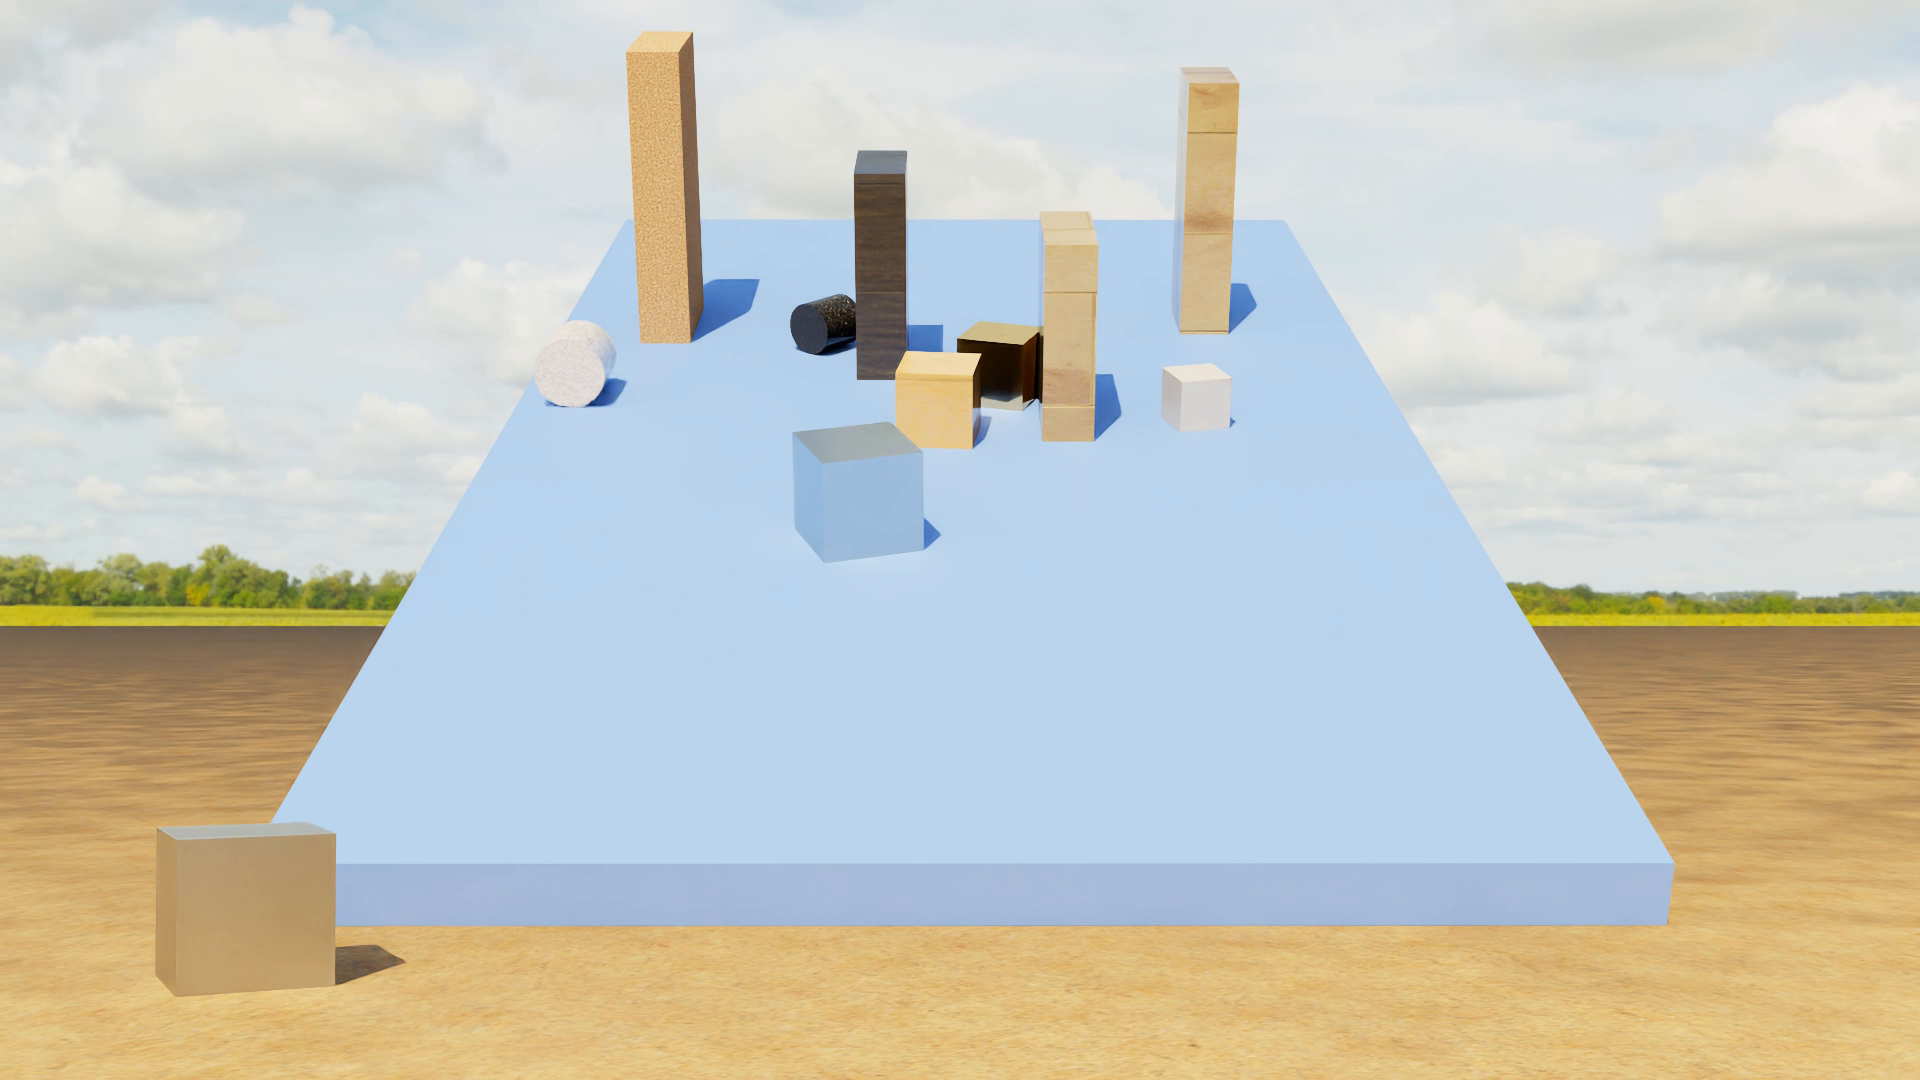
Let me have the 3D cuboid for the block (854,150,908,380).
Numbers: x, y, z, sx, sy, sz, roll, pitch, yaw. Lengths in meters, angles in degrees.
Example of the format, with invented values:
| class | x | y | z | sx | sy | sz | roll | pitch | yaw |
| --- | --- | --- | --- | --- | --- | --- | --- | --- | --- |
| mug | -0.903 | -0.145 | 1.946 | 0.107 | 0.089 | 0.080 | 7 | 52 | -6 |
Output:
| class | x | y | z | sx | sy | sz | roll | pitch | yaw |
| --- | --- | --- | --- | --- | --- | --- | --- | --- | --- |
| block | -0.184 | -0.653 | 5.402 | 0.118 | 0.489 | 0.272 | 0 | 21 | 0 |

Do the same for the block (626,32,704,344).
| class | x | y | z | sx | sy | sz | roll | pitch | yaw |
| --- | --- | --- | --- | --- | --- | --- | --- | --- | --- |
| block | -0.730 | -0.880 | 5.678 | 0.124 | 0.715 | 0.331 | 0 | 21 | 0 |

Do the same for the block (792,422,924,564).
| class | x | y | z | sx | sy | sz | roll | pitch | yaw |
| --- | --- | --- | --- | --- | --- | --- | --- | --- | --- |
| block | -0.195 | -0.093 | 4.345 | 0.197 | 0.197 | 0.197 | -7 | 22 | -19 |

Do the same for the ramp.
| class | x | y | z | sx | sy | sz | roll | pitch | yaw |
| --- | --- | --- | --- | --- | --- | --- | --- | --- | --- |
| ramp | -0.006 | -0.214 | 5.079 | 2.000 | 0.100 | 4.000 | 0 | 21 | 0 |

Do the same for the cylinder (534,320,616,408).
| class | x | y | z | sx | sy | sz | roll | pitch | yaw |
| --- | --- | --- | --- | --- | --- | --- | --- | --- | --- |
| cylinder | -0.877 | -0.403 | 5.204 | 0.160 | 0.160 | 0.160 | 0 | 21 | 1 |

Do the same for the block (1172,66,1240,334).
| class | x | y | z | sx | sy | sz | roll | pitch | yaw |
| --- | --- | --- | --- | --- | --- | --- | --- | --- | --- |
| block | 0.614 | -0.853 | 5.734 | 0.122 | 0.628 | 0.241 | 0 | 21 | 0 |

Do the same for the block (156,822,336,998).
| class | x | y | z | sx | sy | sz | roll | pitch | yaw |
| --- | --- | --- | --- | --- | --- | --- | --- | --- | --- |
| block | -0.860 | 0.439 | 2.742 | 0.180 | 0.180 | 0.180 | 1 | -2 | -27 |

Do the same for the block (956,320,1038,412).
| class | x | y | z | sx | sy | sz | roll | pitch | yaw |
| --- | --- | --- | --- | --- | --- | --- | --- | --- | --- |
| block | 0.092 | -0.398 | 5.202 | 0.156 | 0.156 | 0.156 | 7 | 22 | 18 |

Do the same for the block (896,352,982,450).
| class | x | y | z | sx | sy | sz | roll | pitch | yaw |
| --- | --- | --- | --- | --- | --- | --- | --- | --- | --- |
| block | -0.046 | -0.304 | 4.942 | 0.165 | 0.165 | 0.165 | 3 | 21 | 6 |

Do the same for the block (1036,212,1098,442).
| class | x | y | z | sx | sy | sz | roll | pitch | yaw |
| --- | --- | --- | --- | --- | --- | --- | --- | --- | --- |
| block | 0.234 | -0.473 | 5.008 | 0.112 | 0.434 | 0.320 | 0 | 21 | 0 |

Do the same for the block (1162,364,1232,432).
| class | x | y | z | sx | sy | sz | roll | pitch | yaw |
| --- | --- | --- | --- | --- | --- | --- | --- | --- | --- |
| block | 0.522 | -0.315 | 5.042 | 0.116 | 0.116 | 0.116 | -6 | 22 | -15 |
